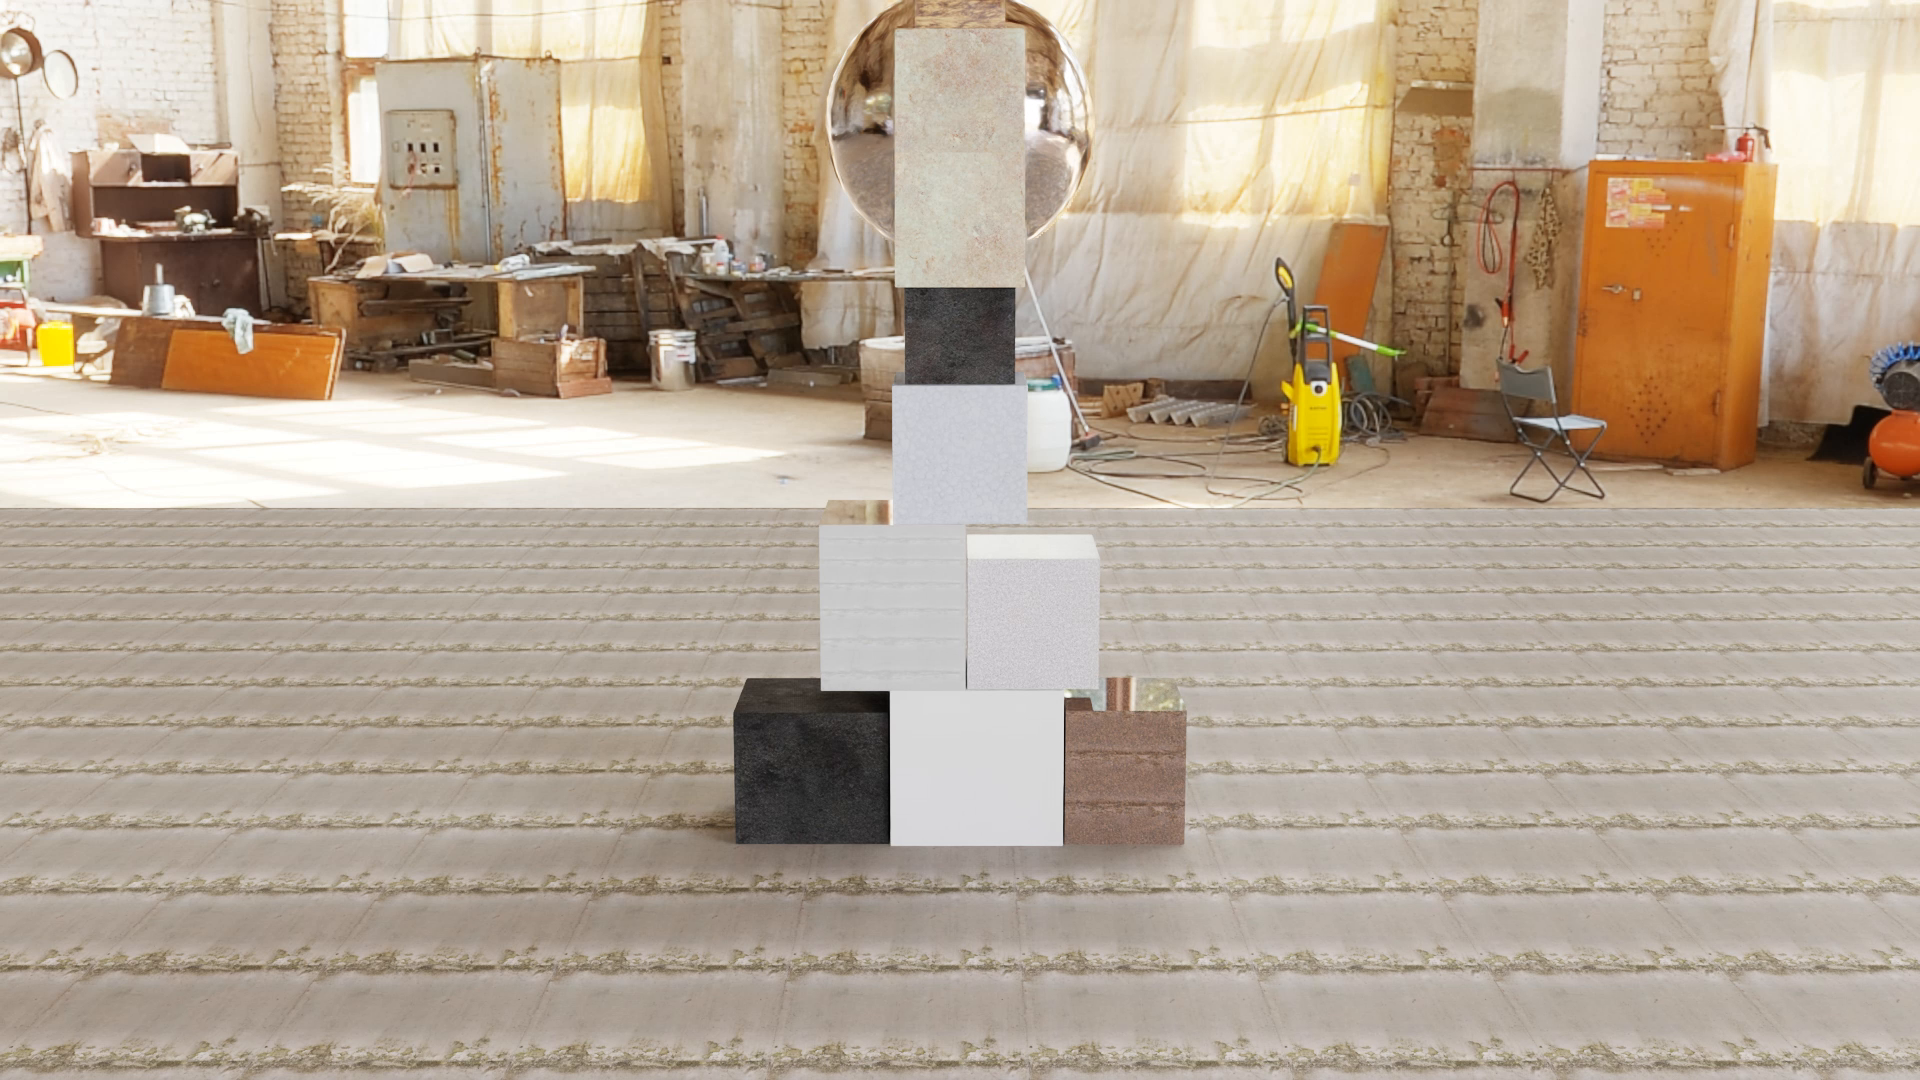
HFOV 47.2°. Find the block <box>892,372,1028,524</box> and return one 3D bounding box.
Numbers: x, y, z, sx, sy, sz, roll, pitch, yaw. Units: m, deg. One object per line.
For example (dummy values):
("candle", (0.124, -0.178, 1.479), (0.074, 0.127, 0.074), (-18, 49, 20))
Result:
("block", (0.000, -0.474, 11.085), (0.660, 0.682, 0.653), (0, 10, 0))

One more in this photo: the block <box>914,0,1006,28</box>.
("block", (0.000, -2.741, 10.690), (0.437, 0.526, 0.435), (0, 10, 0))

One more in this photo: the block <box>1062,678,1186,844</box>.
("block", (0.831, 1.134, 11.382), (0.605, 0.697, 0.687), (0, 10, 0))

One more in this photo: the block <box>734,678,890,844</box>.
("block", (-0.746, 1.136, 11.405), (0.774, 0.685, 0.721), (0, 10, 0))

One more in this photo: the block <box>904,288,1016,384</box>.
("block", (0.000, -1.047, 11.002), (0.540, 0.476, 0.574), (0, 10, 0))

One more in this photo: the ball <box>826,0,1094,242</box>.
("ball", (0.000, -2.471, 13.064), (1.600, 1.600, 1.600), (0, 10, 0))

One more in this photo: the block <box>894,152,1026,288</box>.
("block", (0.000, -1.595, 10.889), (0.629, 0.643, 0.630), (0, 10, 0))

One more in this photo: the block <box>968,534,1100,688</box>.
("block", (0.365, 0.358, 11.249), (0.655, 0.662, 0.671), (0, 10, 0))

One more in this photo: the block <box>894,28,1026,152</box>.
("block", (0.000, -2.199, 10.796), (0.626, 0.578, 0.587), (0, 10, 0))

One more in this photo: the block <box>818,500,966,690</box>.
("block", (-0.332, 0.270, 11.244), (0.719, 0.838, 0.768), (0, 10, 0))

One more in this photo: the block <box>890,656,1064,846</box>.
("block", (0.085, 1.078, 11.390), (0.867, 0.804, 0.759), (0, 10, 0))
